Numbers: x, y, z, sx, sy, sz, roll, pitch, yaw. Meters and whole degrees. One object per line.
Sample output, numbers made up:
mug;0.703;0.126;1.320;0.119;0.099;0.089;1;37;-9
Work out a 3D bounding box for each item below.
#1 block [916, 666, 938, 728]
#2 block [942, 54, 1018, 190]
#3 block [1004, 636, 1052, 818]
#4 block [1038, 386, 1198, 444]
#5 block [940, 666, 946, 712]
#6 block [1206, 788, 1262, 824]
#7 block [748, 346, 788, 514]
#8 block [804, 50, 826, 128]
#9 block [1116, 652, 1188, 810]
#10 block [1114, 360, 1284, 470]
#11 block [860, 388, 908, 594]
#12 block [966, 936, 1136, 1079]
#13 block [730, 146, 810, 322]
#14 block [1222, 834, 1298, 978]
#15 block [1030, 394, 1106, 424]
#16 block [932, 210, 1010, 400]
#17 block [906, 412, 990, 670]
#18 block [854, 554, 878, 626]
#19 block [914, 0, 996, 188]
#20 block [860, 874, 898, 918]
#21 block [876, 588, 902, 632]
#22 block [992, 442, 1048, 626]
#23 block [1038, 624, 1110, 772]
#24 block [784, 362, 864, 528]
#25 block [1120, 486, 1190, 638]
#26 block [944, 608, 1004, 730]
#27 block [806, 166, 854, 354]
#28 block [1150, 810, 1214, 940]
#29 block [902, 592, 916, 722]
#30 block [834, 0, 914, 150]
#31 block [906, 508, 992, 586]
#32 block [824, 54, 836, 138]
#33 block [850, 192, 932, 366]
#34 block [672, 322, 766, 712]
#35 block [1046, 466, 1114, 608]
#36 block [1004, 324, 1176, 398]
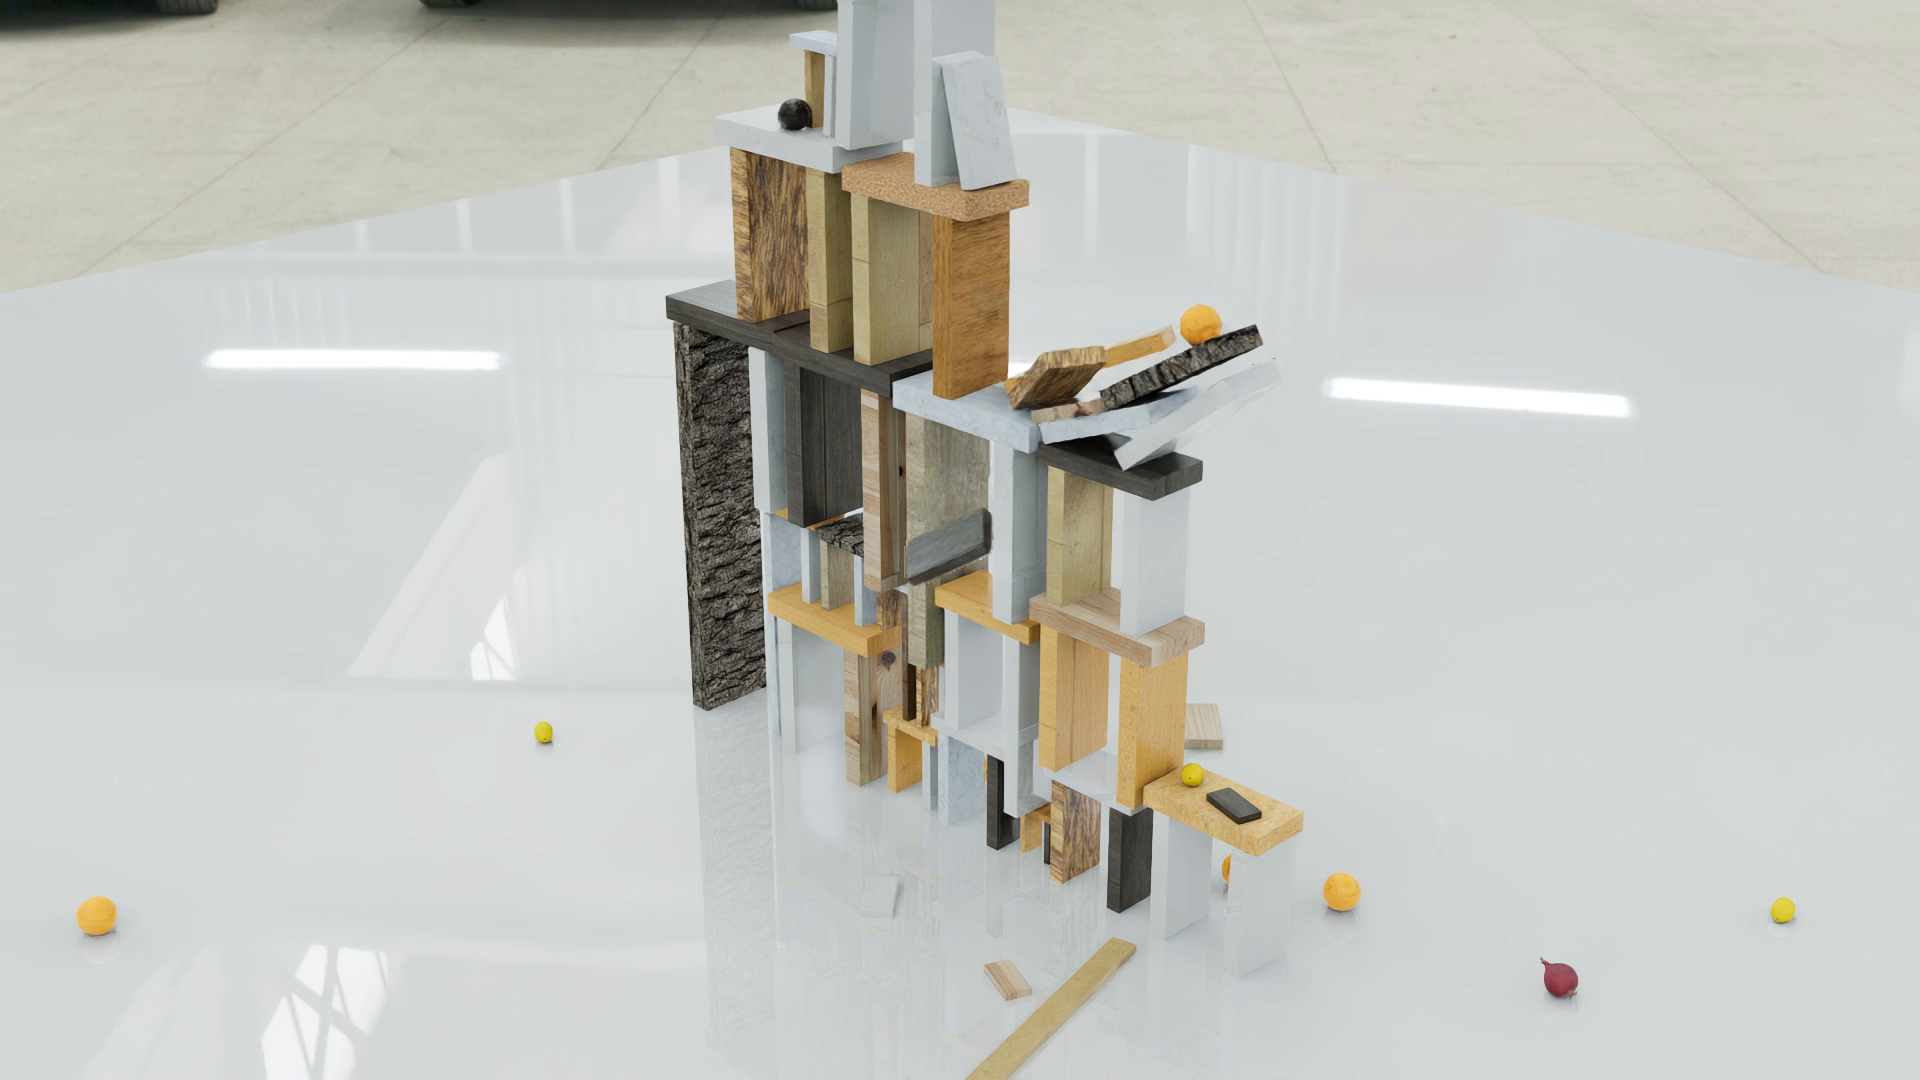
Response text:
block;-0.065;0.297;4.414;0.049;0.159;0.014;-21;31;-41
block;0.035;-0.736;3.876;0.110;0.220;0.031;-21;17;-40
block;0.142;0.339;4.206;0.125;0.378;0.035;-21;31;-40
block;0.278;-0.217;3.832;0.132;0.037;0.265;-21;9;-41
block;-0.019;0.287;4.360;0.014;0.099;0.050;21;31;40
block;0.483;0.469;3.878;0.050;0.014;0.099;-12;25;-26
block;-0.345;-0.244;4.503;0.049;0.346;0.173;21;31;40
block;-0.257;-0.864;4.174;0.076;0.151;0.021;-17;28;-34
block;0.349;0.326;3.981;0.041;0.293;0.146;19;30;38
block;0.399;-0.208;3.703;0.132;0.037;0.295;-21;-8;-41
block;-0.110;-0.115;4.295;0.171;0.412;0.049;-21;31;-40
block;0.114;0.850;3.740;0.050;0.014;0.690;14;27;30
block;-0.367;-0.626;4.386;0.176;0.353;0.050;-21;30;-40
block;0.534;0.641;3.917;0.130;0.259;0.037;-18;31;-36
block;0.210;-0.233;3.850;0.085;0.024;0.169;-19;8;-34
block;0.021;-0.440;4.014;0.046;0.339;0.162;19;29;37
block;-0.022;-0.017;4.247;0.049;0.522;0.175;21;31;40
block;-0.178;0.092;4.450;0.077;0.154;0.022;-21;31;-40
block;-0.009;-0.811;3.893;0.155;0.346;0.044;-21;31;-40
block;-0.152;0.673;4.153;0.060;0.017;0.121;2;23;4
block;-0.143;0.126;4.429;0.015;0.107;0.054;21;31;40
block;0.141;-0.033;4.064;0.175;0.349;0.049;-20;30;-39
block;0.214;0.273;4.107;0.146;0.293;0.041;-21;31;-40
block;-0.270;-0.211;4.434;0.171;0.343;0.049;-21;31;-40
block;0.343;0.026;3.867;0.133;0.266;0.038;-21;31;-40
block;0.028;0.234;4.291;0.035;0.250;0.125;21;31;40
block;-0.208;-0.553;4.219;0.176;0.356;0.050;-21;31;-40
block;0.408;0.591;4.035;0.130;0.259;0.037;-21;31;-41
block;-0.092;0.228;4.416;0.054;0.284;0.015;-21;31;-40
block;-0.150;-0.879;4.012;0.155;0.311;0.044;-18;33;-37
block;-0.020;0.013;3.874;0.169;0.024;0.085;-25;45;29
block;-0.217;-0.832;4.098;0.076;0.151;0.021;-20;35;-38
block;-0.126;-0.505;4.149;0.162;0.324;0.046;-21;31;-40
block;-0.516;-0.060;4.766;0.049;0.887;0.173;21;31;41
block;0.218;-0.024;3.984;0.133;0.266;0.038;-21;31;-40
block;0.235;-0.323;3.973;0.303;0.031;0.110;-16;8;19
